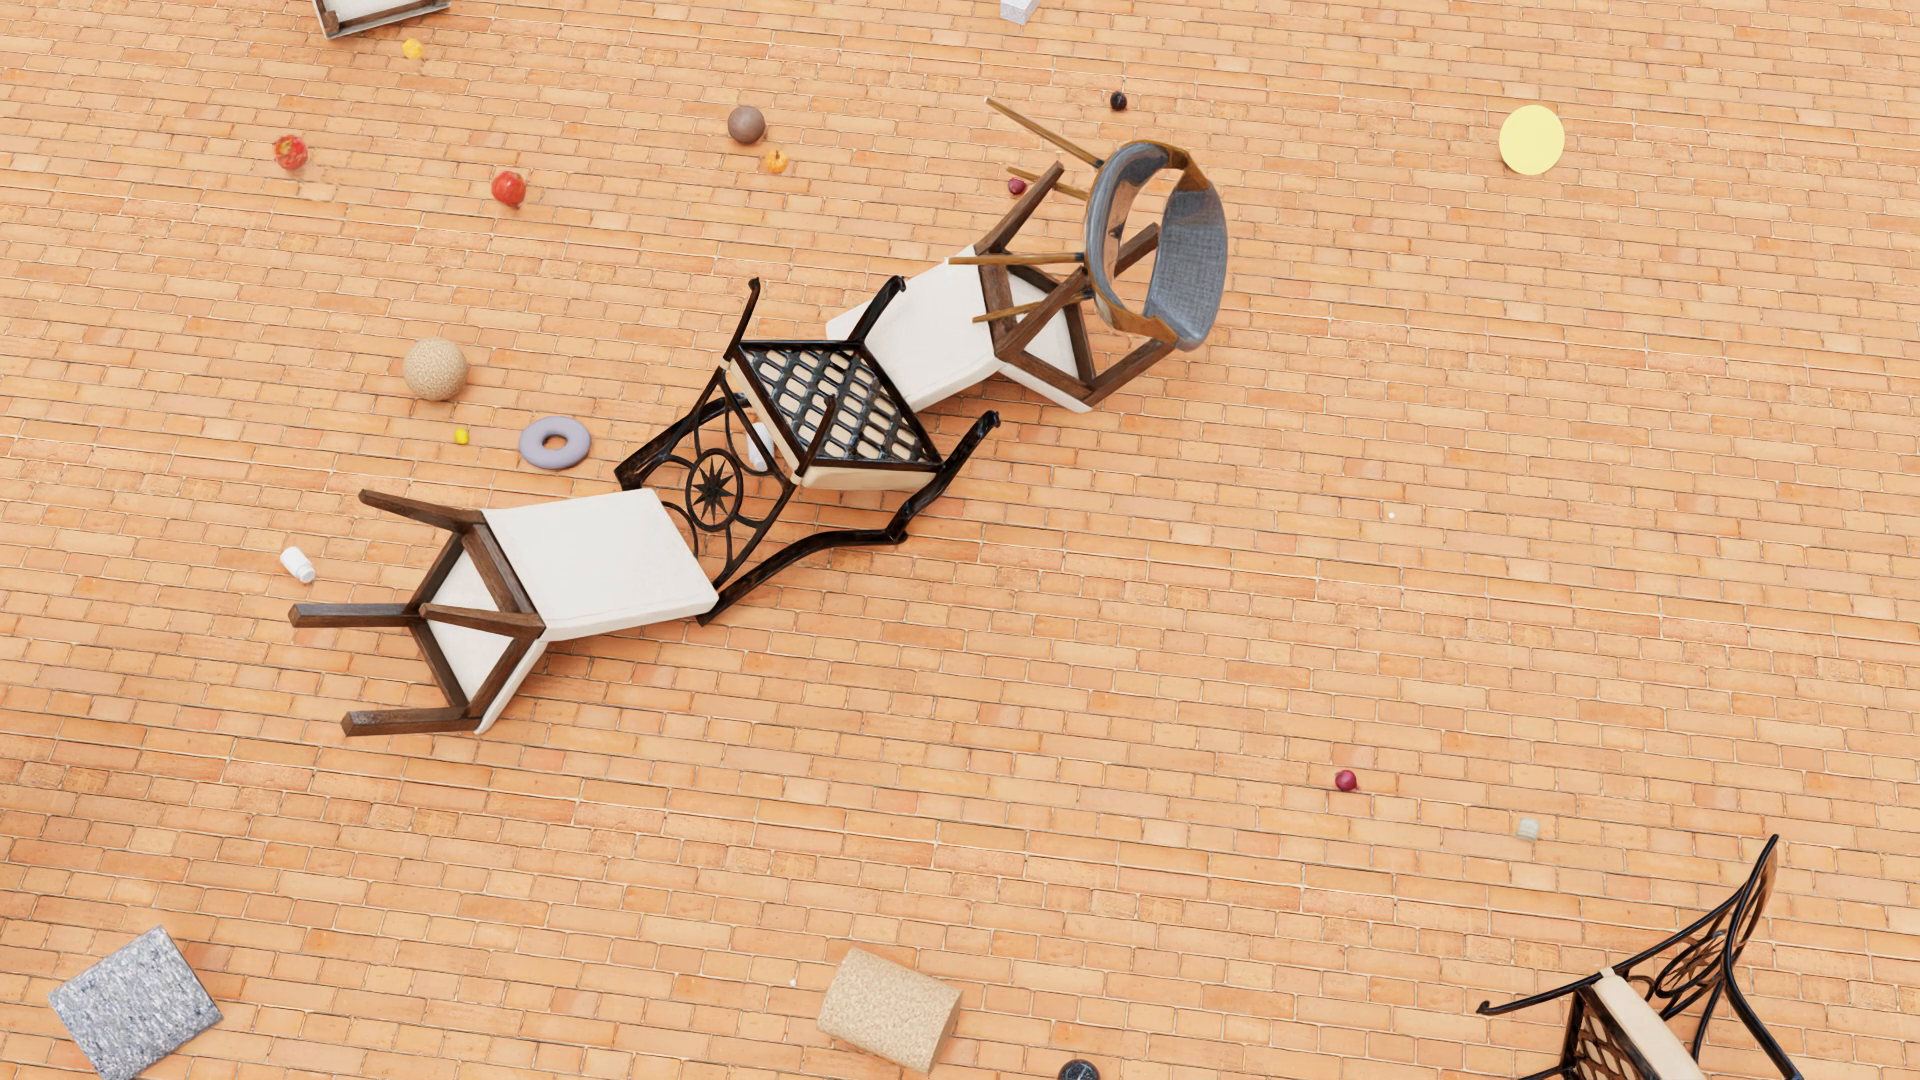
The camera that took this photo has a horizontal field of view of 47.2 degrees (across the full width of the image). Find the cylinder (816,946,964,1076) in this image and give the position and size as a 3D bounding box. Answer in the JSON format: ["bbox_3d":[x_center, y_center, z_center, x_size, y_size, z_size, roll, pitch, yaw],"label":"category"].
[{"bbox_3d":[-0.180,1.214,5.673,0.312,0.141,0.235,20,66,13],"label":"cylinder"}]

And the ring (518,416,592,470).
[{"bbox_3d":[-1.242,-0.299,6.742,0.223,0.055,0.196,-1,55,-1],"label":"ring"}]

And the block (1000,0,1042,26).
[{"bbox_3d":[0.220,-1.920,7.818,0.096,0.073,0.156,22,59,14],"label":"block"}]

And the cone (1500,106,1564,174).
[{"bbox_3d":[1.917,-1.348,7.434,0.223,0.094,0.233,20,93,-6],"label":"cone"}]

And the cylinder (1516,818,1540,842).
[{"bbox_3d":[1.556,0.793,6.024,0.055,0.030,0.056,13,57,15],"label":"cylinder"}]

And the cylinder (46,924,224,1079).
[{"bbox_3d":[-2.102,1.191,5.613,0.314,0.319,0.133,-33,26,-20],"label":"cylinder"}]

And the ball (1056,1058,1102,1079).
[{"bbox_3d":[0.302,1.375,5.582,0.115,0.115,0.115,0,56,0],"label":"ball"}]

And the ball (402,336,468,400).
[{"bbox_3d":[-1.625,-0.530,6.811,0.197,0.197,0.197,0,56,0],"label":"ball"}]
